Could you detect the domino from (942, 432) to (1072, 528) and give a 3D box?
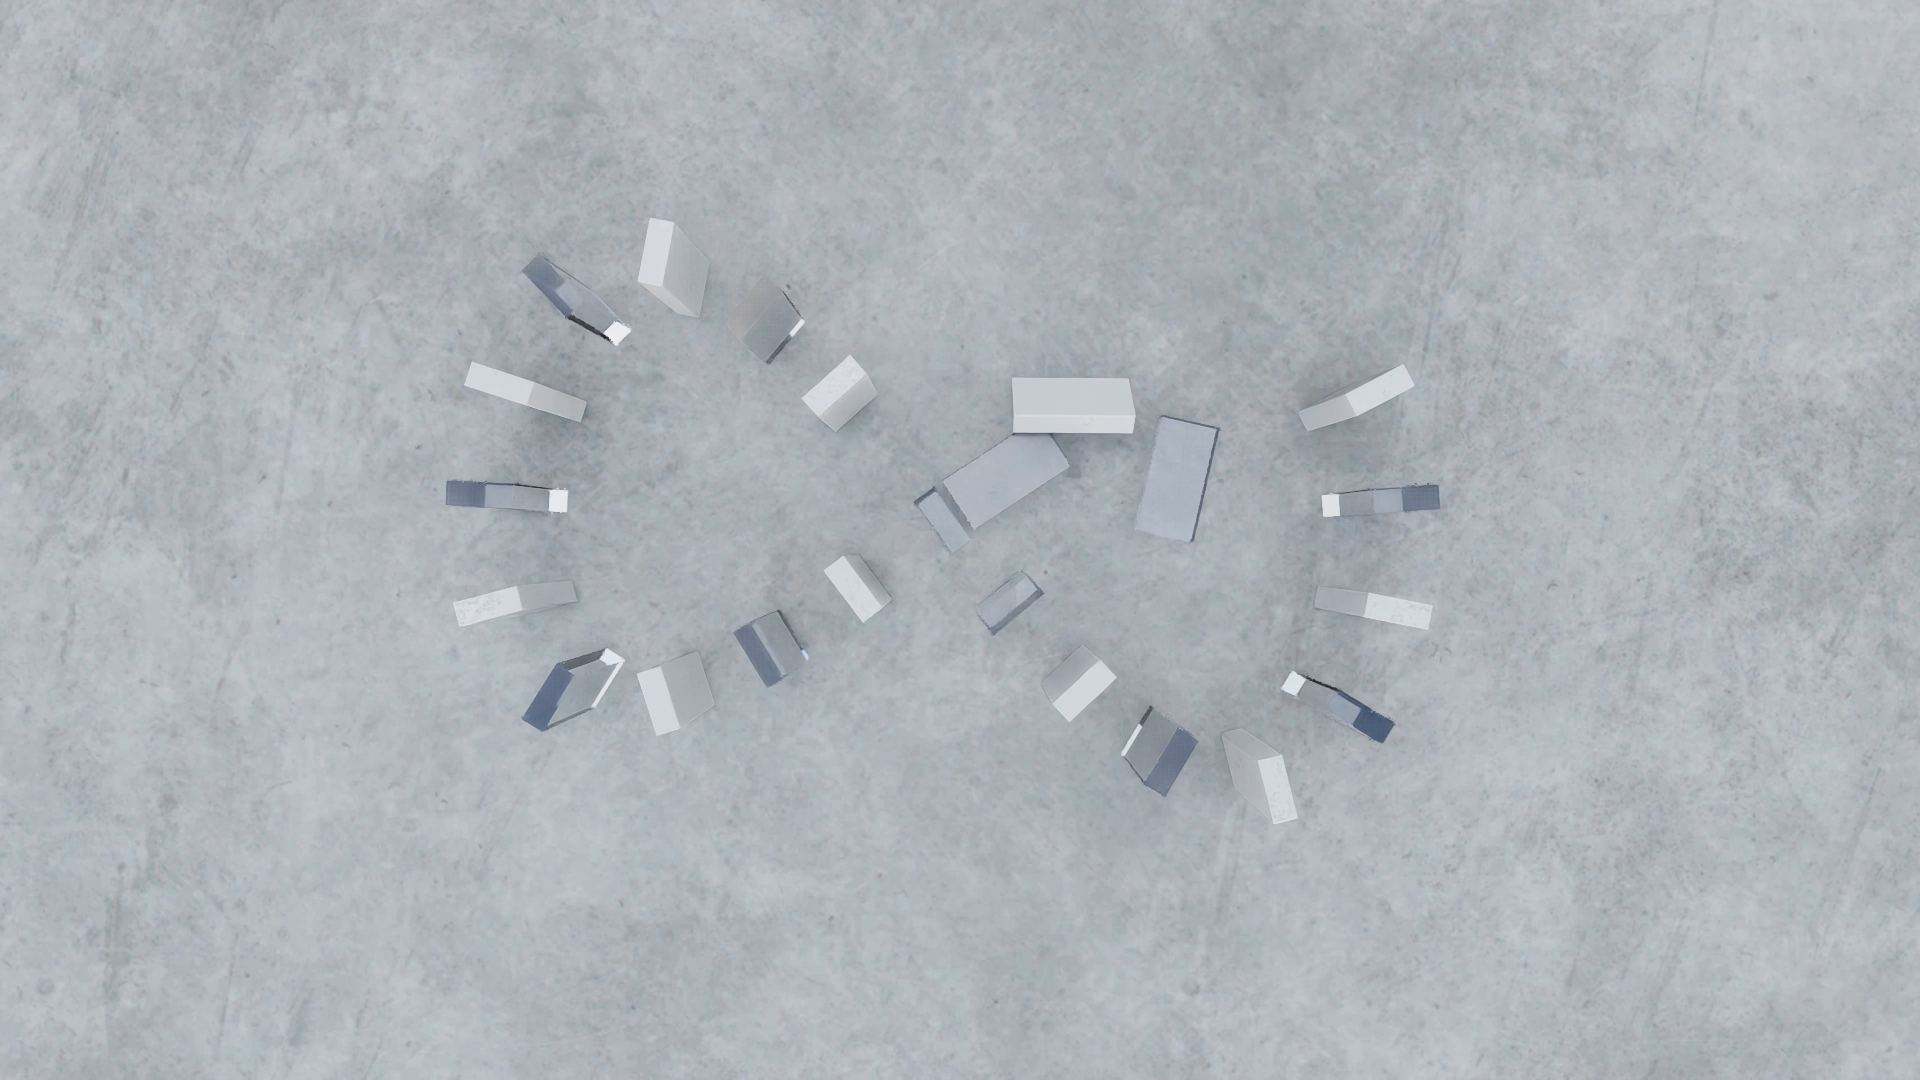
[{"bbox_3d":[0.020,-0.029,0.395,0.050,0.010,0.025,-33,90,0],"label":"domino"}]

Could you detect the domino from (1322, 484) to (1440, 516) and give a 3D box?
[{"bbox_3d":[0.171,-0.016,0.375,0.025,0.050,0.010,-4,90,0],"label":"domino"}]

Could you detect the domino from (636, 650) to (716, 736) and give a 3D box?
[{"bbox_3d":[-0.115,0.062,0.375,0.009,0.050,0.025,-18,90,0],"label":"domino"}]

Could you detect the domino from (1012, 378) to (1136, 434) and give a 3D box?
[{"bbox_3d":[0.047,-0.057,0.388,0.050,0.009,0.025,0,47,0],"label":"domino"}]

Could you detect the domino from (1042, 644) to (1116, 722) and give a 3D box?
[{"bbox_3d":[0.048,0.058,0.375,0.025,0.050,0.009,-43,90,0],"label":"domino"}]

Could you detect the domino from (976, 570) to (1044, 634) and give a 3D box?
[{"bbox_3d":[0.020,0.025,0.375,0.025,0.050,0.010,-40,90,0],"label":"domino"}]

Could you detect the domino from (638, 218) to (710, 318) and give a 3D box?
[{"bbox_3d":[-0.116,-0.110,0.375,0.009,0.050,0.025,11,90,0],"label":"domino"}]

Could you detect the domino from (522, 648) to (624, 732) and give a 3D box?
[{"bbox_3d":[-0.157,0.060,0.375,0.009,0.050,0.025,32,90,0],"label":"domino"}]

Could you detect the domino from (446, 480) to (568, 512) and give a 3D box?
[{"bbox_3d":[-0.184,-0.017,0.375,0.025,0.050,0.009,3,90,0],"label":"domino"}]

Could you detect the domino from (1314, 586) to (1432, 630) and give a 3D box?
[{"bbox_3d":[0.168,0.027,0.375,0.025,0.050,0.010,11,90,0],"label":"domino"}]

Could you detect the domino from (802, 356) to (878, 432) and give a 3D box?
[{"bbox_3d":[-0.048,-0.059,0.375,0.025,0.050,0.009,-42,90,0],"label":"domino"}]

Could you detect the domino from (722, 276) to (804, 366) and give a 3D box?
[{"bbox_3d":[-0.079,-0.089,0.375,0.010,0.050,0.025,40,90,0],"label":"domino"}]

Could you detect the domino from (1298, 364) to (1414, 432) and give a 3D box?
[{"bbox_3d":[0.161,-0.057,0.375,0.025,0.050,0.010,-28,90,0],"label":"domino"}]

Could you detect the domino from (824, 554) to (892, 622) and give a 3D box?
[{"bbox_3d":[-0.041,0.019,0.375,0.009,0.050,0.025,-37,90,0],"label":"domino"}]

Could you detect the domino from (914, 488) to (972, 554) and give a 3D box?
[{"bbox_3d":[-0.007,-0.007,0.375,0.009,0.050,0.025,-36,90,0],"label":"domino"}]

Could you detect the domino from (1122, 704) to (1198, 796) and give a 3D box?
[{"bbox_3d":[0.081,0.085,0.375,0.009,0.050,0.025,31,90,0],"label":"domino"}]

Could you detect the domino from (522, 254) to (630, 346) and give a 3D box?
[{"bbox_3d":[-0.156,-0.097,0.375,0.010,0.050,0.025,-44,90,0],"label":"domino"}]

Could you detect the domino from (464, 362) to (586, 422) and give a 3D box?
[{"bbox_3d":[-0.176,-0.060,0.375,0.025,0.050,0.010,18,90,0],"label":"domino"}]

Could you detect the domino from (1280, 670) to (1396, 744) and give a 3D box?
[{"bbox_3d":[0.153,0.068,0.375,0.025,0.050,0.009,31,90,0],"label":"domino"}]

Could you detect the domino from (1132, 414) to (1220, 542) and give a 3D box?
[{"bbox_3d":[0.093,-0.026,0.395,0.025,0.010,0.050,13,90,0],"label":"domino"}]

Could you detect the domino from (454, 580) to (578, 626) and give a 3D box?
[{"bbox_3d":[-0.180,0.025,0.375,0.025,0.050,0.009,-15,90,0],"label":"domino"}]

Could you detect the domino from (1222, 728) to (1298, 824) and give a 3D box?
[{"bbox_3d":[0.122,0.095,0.375,0.010,0.050,0.025,-14,90,0],"label":"domino"}]

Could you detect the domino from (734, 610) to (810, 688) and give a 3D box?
[{"bbox_3d":[-0.076,0.044,0.375,0.010,0.050,0.025,-31,90,0],"label":"domino"}]
